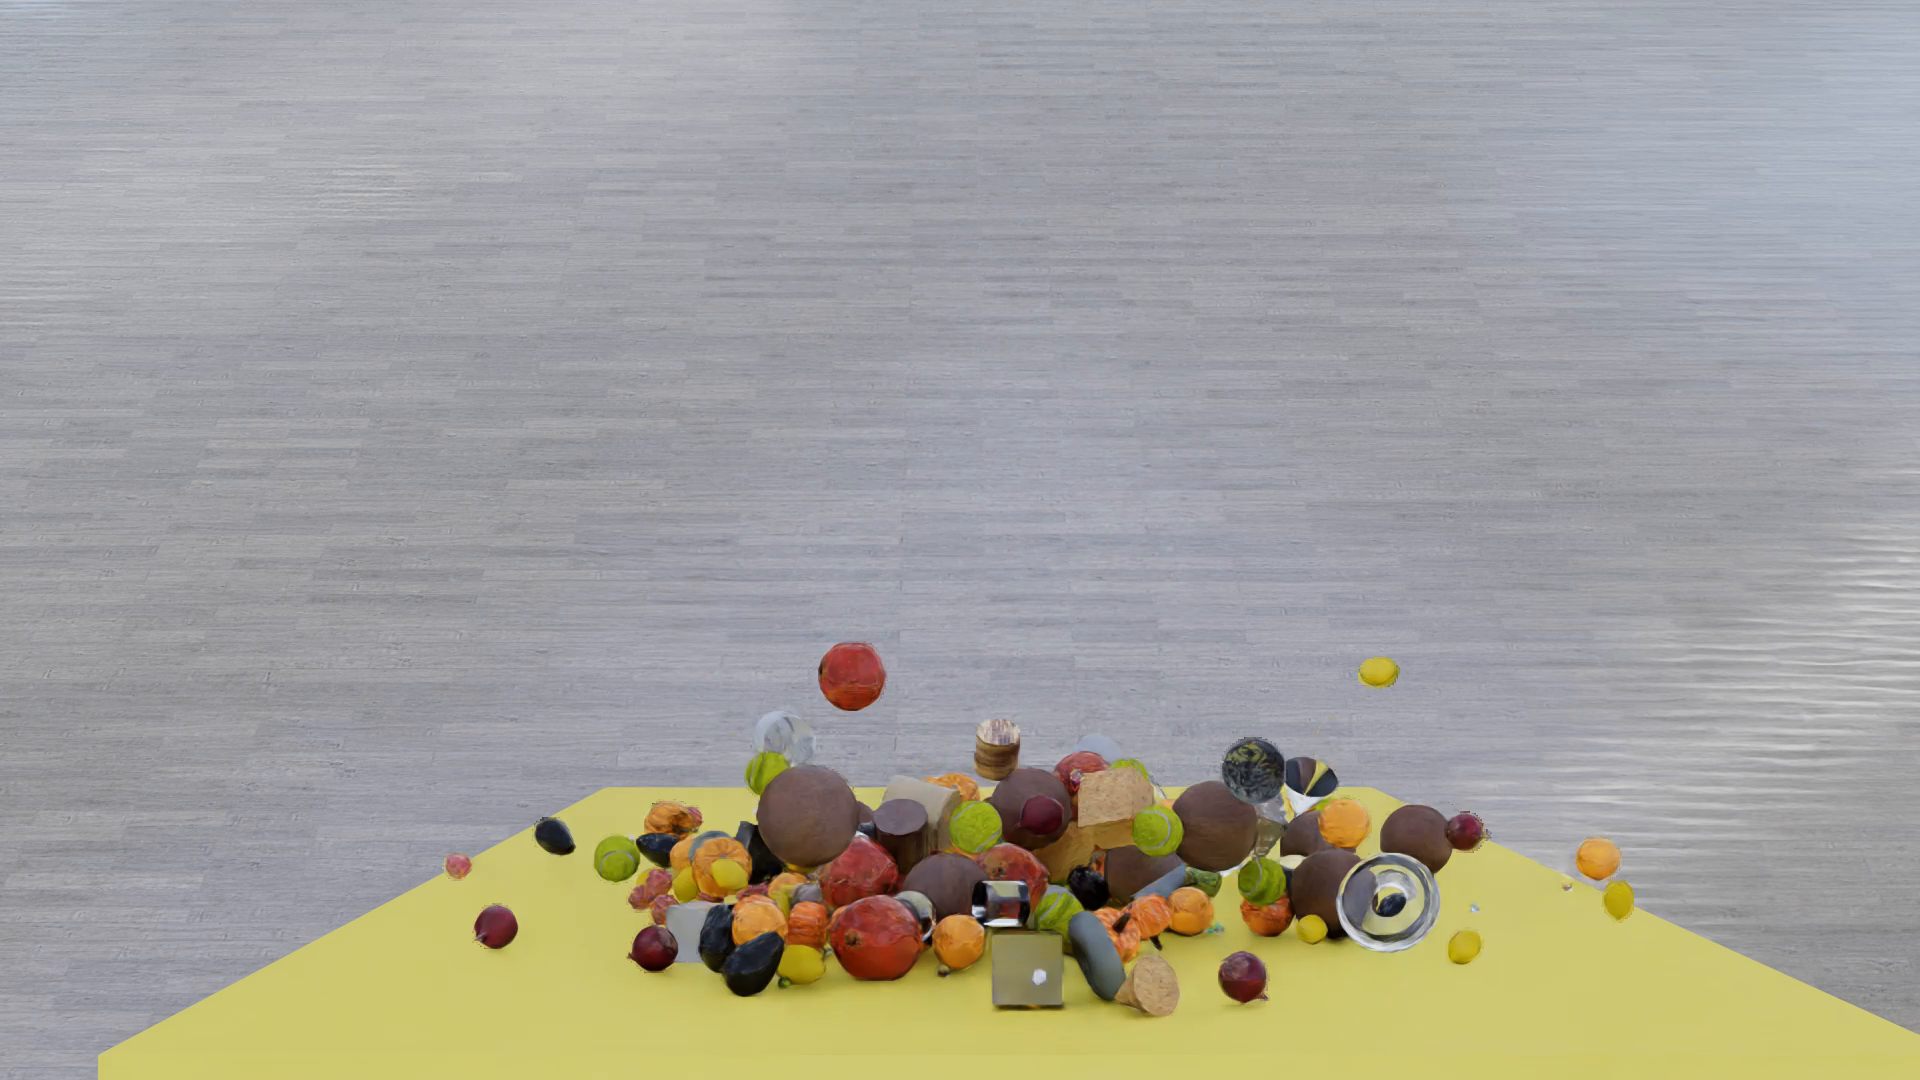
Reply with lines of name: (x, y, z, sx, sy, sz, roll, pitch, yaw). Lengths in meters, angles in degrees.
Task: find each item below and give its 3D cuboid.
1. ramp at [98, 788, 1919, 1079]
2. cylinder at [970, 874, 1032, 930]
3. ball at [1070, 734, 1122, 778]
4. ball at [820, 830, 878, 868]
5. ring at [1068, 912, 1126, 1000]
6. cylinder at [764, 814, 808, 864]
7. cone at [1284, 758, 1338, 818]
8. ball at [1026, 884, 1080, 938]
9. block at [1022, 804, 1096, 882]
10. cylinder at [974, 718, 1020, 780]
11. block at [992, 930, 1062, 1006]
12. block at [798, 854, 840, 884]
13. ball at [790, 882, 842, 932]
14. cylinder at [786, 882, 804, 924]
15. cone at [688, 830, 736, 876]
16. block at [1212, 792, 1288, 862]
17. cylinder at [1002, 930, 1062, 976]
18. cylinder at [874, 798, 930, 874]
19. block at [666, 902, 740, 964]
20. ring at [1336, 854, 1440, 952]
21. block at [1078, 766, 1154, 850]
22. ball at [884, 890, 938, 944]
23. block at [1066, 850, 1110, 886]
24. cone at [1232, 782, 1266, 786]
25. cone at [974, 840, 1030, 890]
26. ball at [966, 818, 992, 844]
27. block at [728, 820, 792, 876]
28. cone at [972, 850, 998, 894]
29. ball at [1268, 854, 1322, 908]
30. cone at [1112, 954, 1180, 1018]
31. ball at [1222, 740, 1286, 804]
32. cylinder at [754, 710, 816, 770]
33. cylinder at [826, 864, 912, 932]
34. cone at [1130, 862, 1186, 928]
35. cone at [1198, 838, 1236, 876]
ramp: (0.075, 0.649, 4.783, 2.000, 0.100, 4.000, 0, -1, 0)
cylinder: (0.054, 0.481, 3.438, 0.060, 0.060, 0.060, 26, 29, -18)
ball: (0.254, 0.407, 4.815, 0.096, 0.096, 0.096, 0, 34, 0)
ball: (-0.188, 0.541, 4.402, 0.099, 0.099, 0.099, 0, 34, 0)
ring: (0.167, 0.508, 3.171, 0.038, 0.115, 0.115, -24, 38, -7)
cylinder: (-0.323, 0.540, 4.661, 0.070, 0.070, 0.070, -31, 77, -37)
cone: (0.572, 0.431, 4.340, 0.096, 0.096, 0.096, 7, 38, -5)
ball: (0.131, 0.534, 3.728, 0.080, 0.080, 0.080, 0, 34, 0)
block: (0.164, 0.495, 4.247, 0.082, 0.082, 0.082, 29, 22, 30)
cylinder: (0.059, 0.335, 4.140, 0.070, 0.070, 0.070, 2, 33, -2)
block: (0.081, 0.516, 3.131, 0.084, 0.084, 0.084, 0, -5, 1)
block: (-0.214, 0.538, 4.108, 0.051, 0.051, 0.051, 36, 93, 41)
ball: (-0.212, 0.539, 3.810, 0.075, 0.075, 0.075, 0, 34, 0)
cylinder: (-0.216, 0.547, 3.893, 0.063, 0.063, 0.063, -1, 30, 29)
cone: (-0.422, 0.560, 4.481, 0.087, 0.087, 0.087, -6, 21, -9)
block: (0.481, 0.463, 4.305, 0.084, 0.084, 0.084, 23, 31, -16)
cylinder: (0.094, 0.537, 3.374, 0.057, 0.057, 0.057, 1, 31, -24)
cylinder: (-0.082, 0.417, 3.648, 0.076, 0.076, 0.076, -2, 35, 1)
block: (-0.350, 0.533, 3.525, 0.074, 0.074, 0.074, -1, -1, 21)
ring: (0.599, 0.506, 3.627, 0.147, 0.049, 0.147, -10, 57, 16)
block: (0.216, 0.369, 3.571, 0.079, 0.079, 0.079, -13, 55, 23)
ball: (-0.065, 0.497, 3.418, 0.070, 0.070, 0.070, 0, 34, 0)
block: (0.222, 0.565, 4.482, 0.054, 0.054, 0.054, 1, -2, -44)
cone: (0.492, 0.420, 4.363, 0.050, 0.050, 0.050, -26, 35, 4)
cone: (0.061, 0.534, 4.203, 0.083, 0.083, 0.083, -10, 35, -13)
ball: (0.036, 0.583, 5.197, 0.052, 0.052, 0.052, 0, 34, 0)
block: (-0.332, 0.513, 4.324, 0.069, 0.069, 0.069, 20, -7, -24)
cone: (0.056, 0.548, 4.292, 0.077, 0.077, 0.077, -1, 0, 0)
ball: (0.531, 0.542, 4.123, 0.084, 0.084, 0.084, 0, 34, 0)
cone: (0.206, 0.535, 3.068, 0.075, 0.075, 0.075, -28, 11, 43)
ball: (0.409, 0.322, 3.606, 0.090, 0.090, 0.090, 0, 34, 0)
cylinder: (-0.305, 0.347, 4.508, 0.092, 0.092, 0.092, -10, 5, -14)
cylinder: (-0.136, 0.531, 3.856, 0.093, 0.093, 0.093, 31, 19, 37)
cone: (0.314, 0.516, 3.861, 0.088, 0.088, 0.088, 28, 81, 35)
cone: (0.460, 0.541, 4.538, 0.072, 0.072, 0.072, 6, 58, -10)
